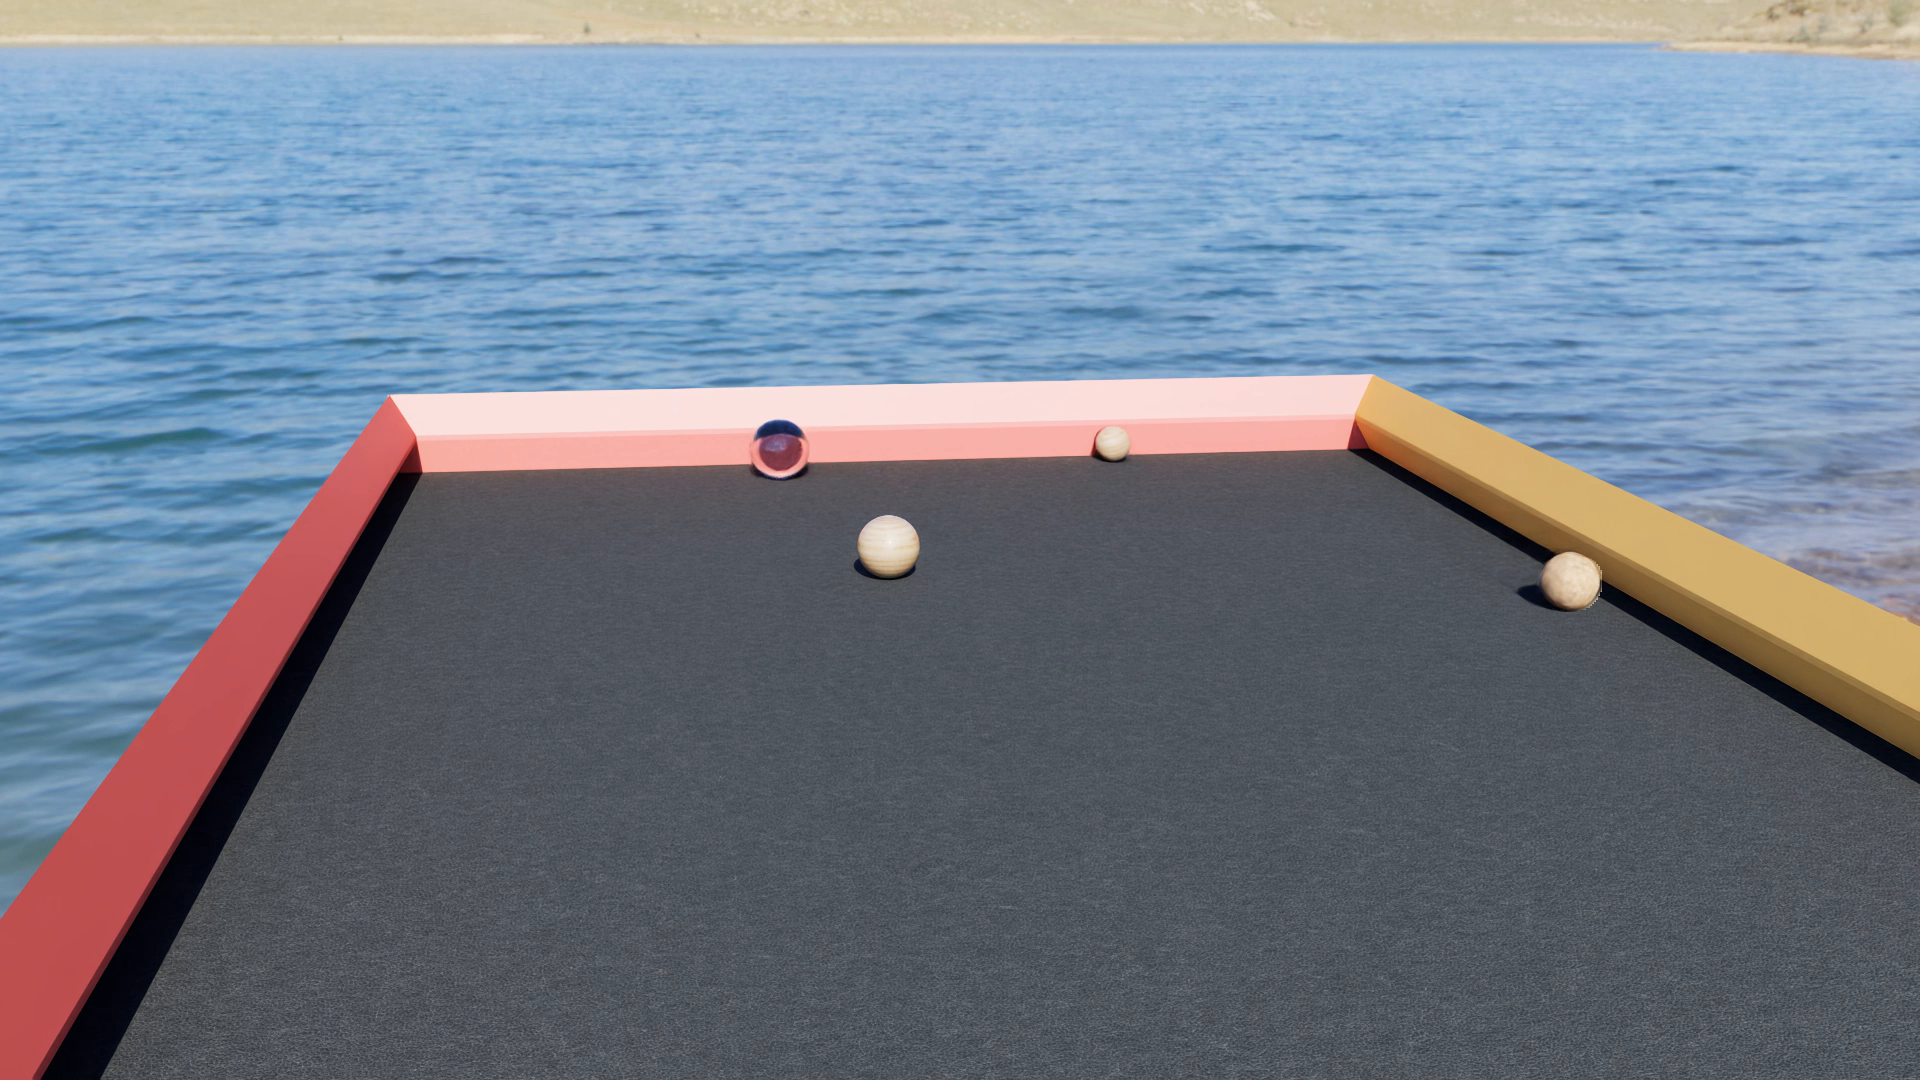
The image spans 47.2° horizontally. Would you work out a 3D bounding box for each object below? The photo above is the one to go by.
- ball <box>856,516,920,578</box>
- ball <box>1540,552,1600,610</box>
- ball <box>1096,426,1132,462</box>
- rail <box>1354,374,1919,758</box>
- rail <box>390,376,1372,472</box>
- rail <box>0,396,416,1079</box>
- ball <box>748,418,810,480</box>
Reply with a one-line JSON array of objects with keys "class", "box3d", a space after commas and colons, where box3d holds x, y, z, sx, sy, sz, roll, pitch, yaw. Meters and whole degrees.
[{"class": "ball", "box3d": [-0.093, 0.009, 2.874, 0.083, 0.083, 0.083, 0, 13, 0]}, {"class": "ball", "box3d": [0.753, 0.051, 2.715, 0.072, 0.072, 0.072, 0, 13, 0]}, {"class": "ball", "box3d": [0.257, -0.161, 3.677, 0.060, 0.060, 0.060, 0, 13, 0]}, {"class": "rail", "box3d": [0.902, 0.125, 2.256, 0.045, 0.127, 3.168, -2, 13, -8]}, {"class": "rail", "box3d": [-0.104, -0.192, 3.658, 1.651, 0.127, 0.045, -2, 13, -8]}, {"class": "rail", "box3d": [-0.687, 0.173, 2.044, 0.045, 0.127, 3.168, -2, 13, -8]}, {"class": "ball", "box3d": [-0.290, -0.146, 3.528, 0.098, 0.098, 0.098, 0, 13, 0]}]
